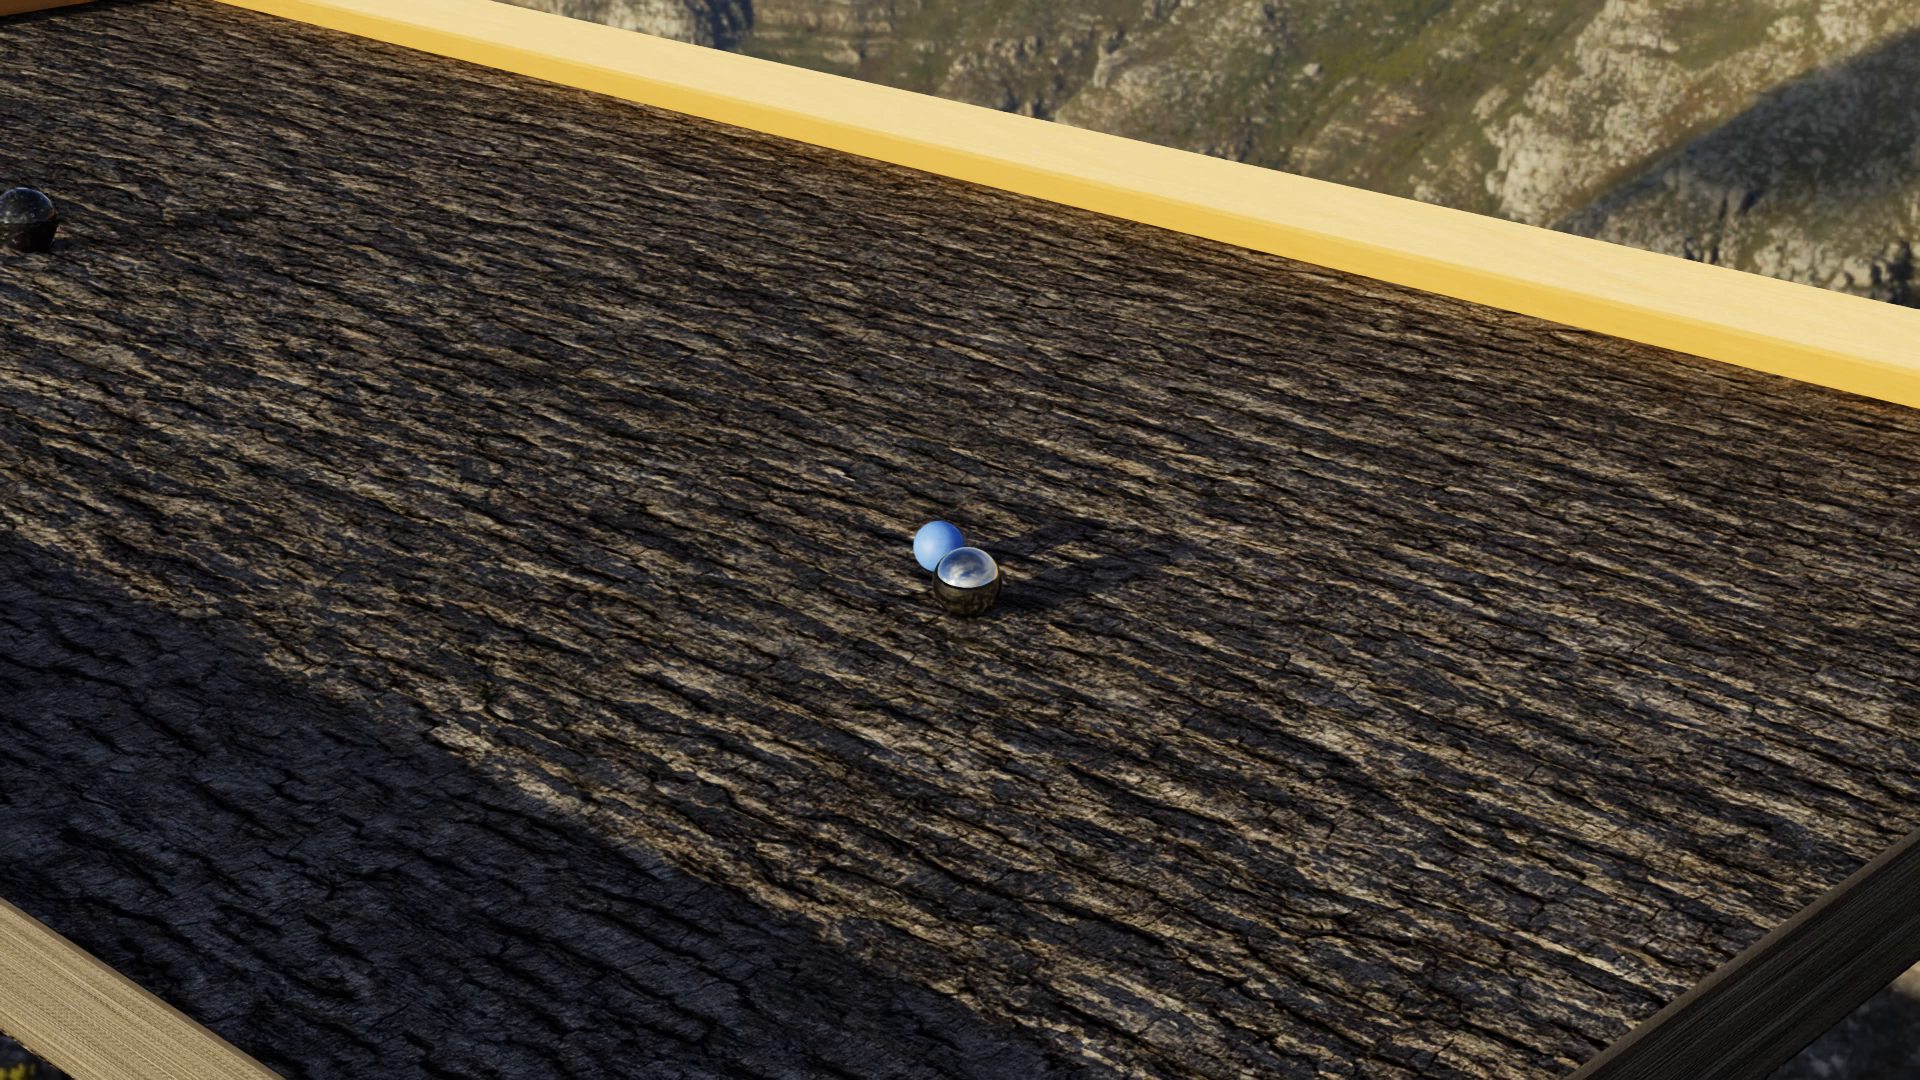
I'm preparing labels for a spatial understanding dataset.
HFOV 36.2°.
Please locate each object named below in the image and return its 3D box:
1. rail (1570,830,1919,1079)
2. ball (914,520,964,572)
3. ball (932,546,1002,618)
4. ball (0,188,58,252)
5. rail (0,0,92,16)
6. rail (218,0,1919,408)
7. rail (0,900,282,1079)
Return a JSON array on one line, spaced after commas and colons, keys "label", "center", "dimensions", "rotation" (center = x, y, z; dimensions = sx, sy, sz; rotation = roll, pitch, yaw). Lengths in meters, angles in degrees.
[{"label": "rail", "center": [0.670, 0.209, 2.008], "dimensions": [0.045, 0.102, 1.993], "rotation": [19, 29, 40]}, {"label": "ball", "center": [-0.019, 0.006, 2.603], "dimensions": [0.046, 0.046, 0.046], "rotation": [0, 22, 0]}, {"label": "ball", "center": [0.006, 0.036, 2.508], "dimensions": [0.060, 0.060, 0.060], "rotation": [0, 22, 0]}, {"label": "ball", "center": [-1.131, -0.386, 3.554], "dimensions": [0.078, 0.078, 0.078], "rotation": [0, 22, 0]}, {"label": "rail", "center": [-2.045, -0.734, 4.404], "dimensions": [0.045, 0.102, 1.993], "rotation": [19, 29, 40]}, {"label": "rail", "center": [-0.018, -0.521, 3.862], "dimensions": [3.789, 0.102, 0.045], "rotation": [19, 29, 40]}, {"label": "rail", "center": [-1.357, -0.004, 2.549], "dimensions": [3.789, 0.102, 0.045], "rotation": [19, 29, 40]}]
